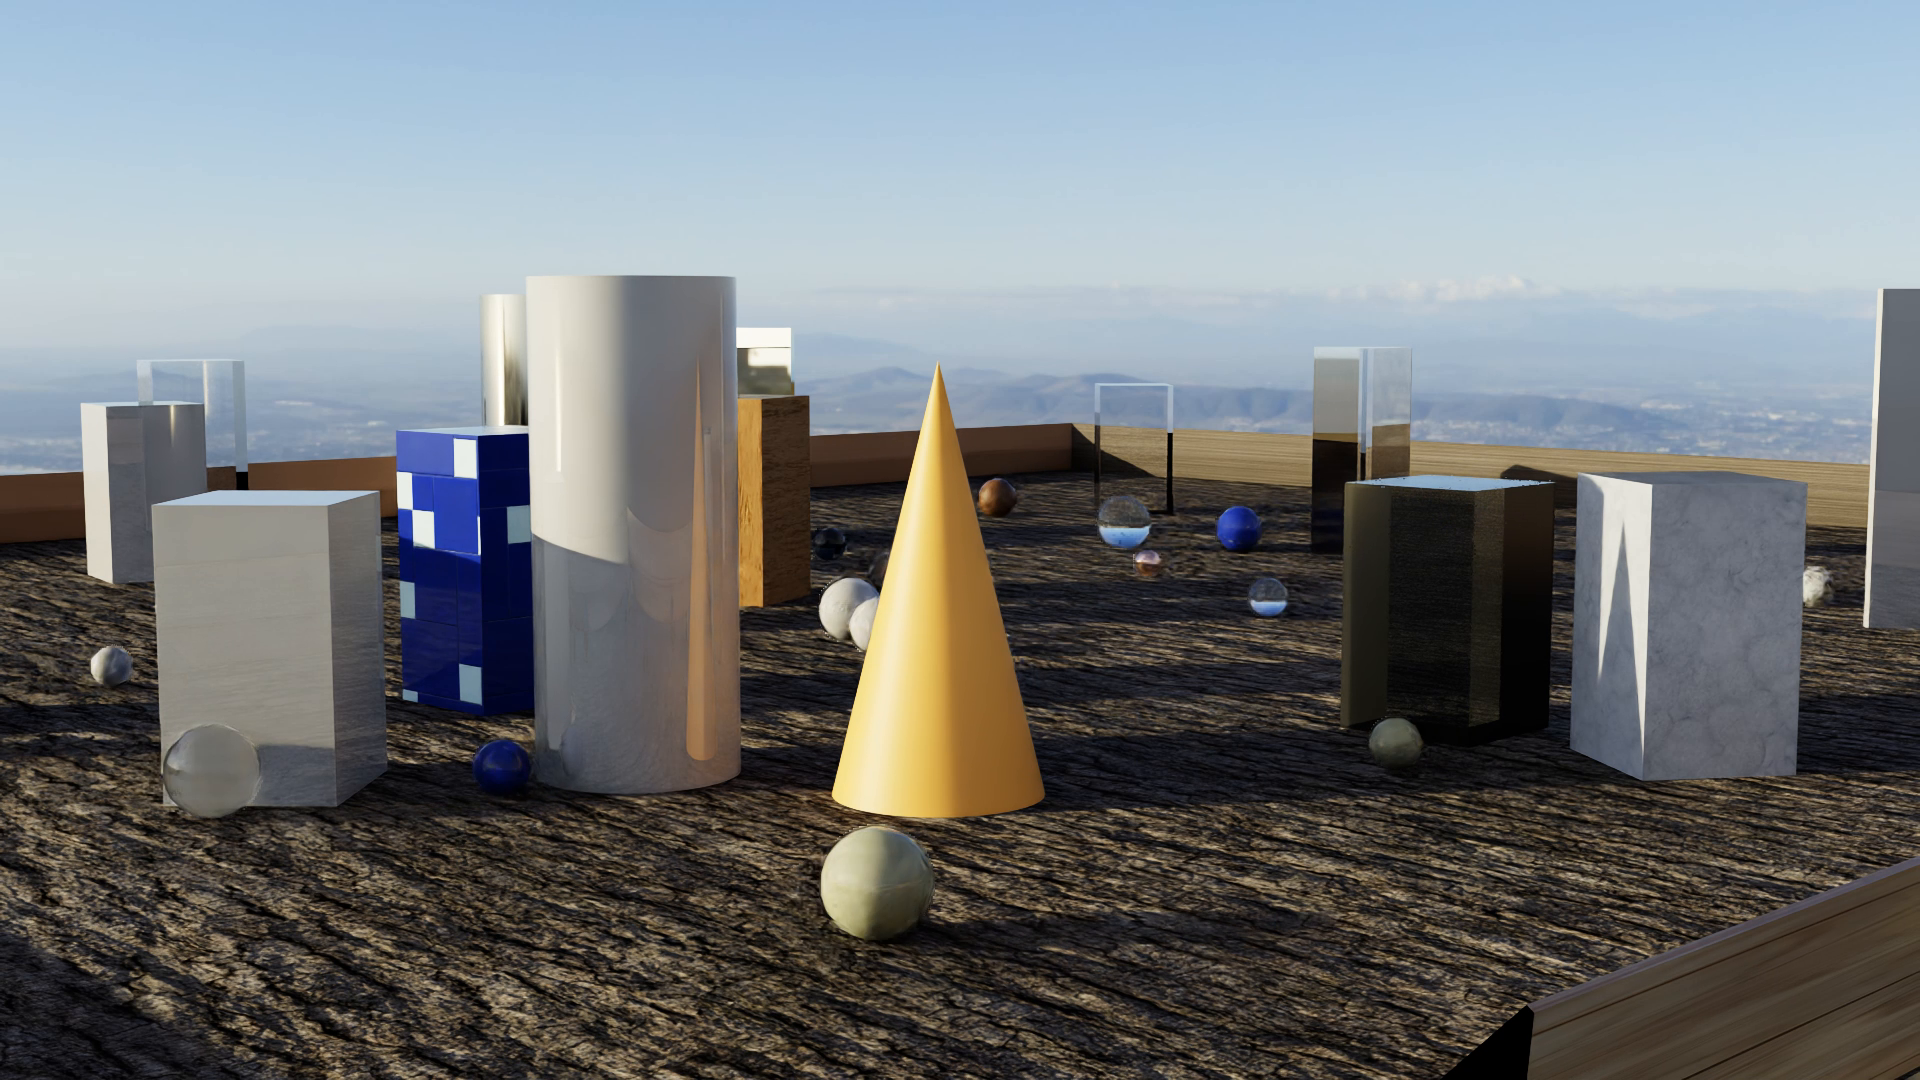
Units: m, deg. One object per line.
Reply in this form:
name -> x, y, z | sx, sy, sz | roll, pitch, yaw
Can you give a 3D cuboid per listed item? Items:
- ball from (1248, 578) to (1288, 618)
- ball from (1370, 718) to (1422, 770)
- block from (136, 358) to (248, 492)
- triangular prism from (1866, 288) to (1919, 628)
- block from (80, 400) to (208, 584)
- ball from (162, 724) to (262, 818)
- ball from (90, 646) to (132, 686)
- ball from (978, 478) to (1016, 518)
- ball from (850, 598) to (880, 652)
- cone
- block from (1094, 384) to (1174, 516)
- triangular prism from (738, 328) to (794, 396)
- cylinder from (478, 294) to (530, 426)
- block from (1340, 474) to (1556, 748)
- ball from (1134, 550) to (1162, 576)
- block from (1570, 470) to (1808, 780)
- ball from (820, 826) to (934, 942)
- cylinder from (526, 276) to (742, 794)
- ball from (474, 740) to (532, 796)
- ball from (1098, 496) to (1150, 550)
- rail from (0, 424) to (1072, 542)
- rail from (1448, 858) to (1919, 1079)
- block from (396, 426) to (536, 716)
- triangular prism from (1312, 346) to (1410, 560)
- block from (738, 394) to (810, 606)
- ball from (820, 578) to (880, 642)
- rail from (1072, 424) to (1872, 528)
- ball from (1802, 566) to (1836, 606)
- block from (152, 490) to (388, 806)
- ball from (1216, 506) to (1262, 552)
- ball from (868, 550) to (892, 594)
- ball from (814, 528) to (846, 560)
ball -> 0.449, 0.084, 3.201 | 0.057, 0.057, 0.057 | 0, 6, 0
ball -> 0.424, 0.198, 2.138 | 0.051, 0.051, 0.051 | 0, 6, 0
block -> -1.394, -0.149, 3.999 | 0.158, 0.355, 0.158 | -3, 7, -29
triangular prism -> 1.376, -0.118, 3.128 | 0.171, 0.474, 0.148 | 1, 6, 13
block -> -1.365, -0.084, 3.685 | 0.158, 0.290, 0.158 | -4, 7, -35
ball -> -0.658, 0.203, 1.935 | 0.083, 0.083, 0.083 | 0, 6, 0
ball -> -1.009, 0.150, 2.615 | 0.046, 0.046, 0.046 | 0, 6, 0
ball -> 0.081, -0.091, 4.748 | 0.083, 0.083, 0.083 | 0, 6, 0
ball -> -0.107, 0.112, 2.856 | 0.073, 0.073, 0.073 | 0, 6, 0
cone -> -0.020, 0.035, 2.014 | 0.197, 0.400, 0.197 | 0, 6, 0
block -> 0.383, -0.203, 4.865 | 0.158, 0.282, 0.158 | 0, 6, -1
triangular prism -> -0.398, -0.215, 4.364 | 0.171, 0.411, 0.148 | 1, 6, 8
cylinder -> -0.571, -0.111, 3.095 | 0.197, 0.466, 0.197 | 0, 6, 0
block -> 0.519, 0.070, 2.342 | 0.158, 0.263, 0.158 | 6, 8, 45
ball -> 0.315, 0.039, 3.685 | 0.045, 0.045, 0.045 | 0, 6, 0
block -> 0.713, 0.079, 2.165 | 0.158, 0.282, 0.158 | -1, 6, -9
ball -> -0.059, 0.244, 1.559 | 0.080, 0.080, 0.080 | 0, 6, 0
cylinder -> -0.311, -0.012, 2.105 | 0.197, 0.476, 0.197 | 0, 6, 0
ball -> -0.421, 0.209, 2.025 | 0.052, 0.052, 0.052 | 0, 6, 0
ball -> 0.307, -0.032, 4.109 | 0.099, 0.099, 0.099 | 0, 6, 0
rail -> -1.269, -0.109, 4.700 | 4.352, 0.128, 0.045 | -5, 8, -42
rail -> 1.269, 0.176, 1.964 | 4.352, 0.128, 0.045 | -5, 8, -42
block -> -0.528, 0.029, 2.515 | 0.158, 0.309, 0.158 | 5, 8, 42
triangular prism -> 0.703, -0.157, 3.957 | 0.148, 0.379, 0.171 | 4, 7, 35
block -> -0.338, -0.065, 3.400 | 0.158, 0.313, 0.158 | 3, 6, 23
ball -> -0.146, 0.094, 2.959 | 0.087, 0.087, 0.087 | 0, 6, 0
rail -> 1.582, -0.118, 4.783 | 0.045, 0.128, 3.791 | -5, 8, -42
ball -> 1.286, 0.070, 3.313 | 0.061, 0.061, 0.061 | 0, 6, 0
block -> -0.637, 0.096, 2.046 | 0.158, 0.272, 0.158 | 0, 6, 2
ball -> 0.517, -0.021, 4.075 | 0.084, 0.084, 0.084 | 0, 6, 0
ball -> -0.103, 0.053, 3.398 | 0.077, 0.077, 0.077 | 0, 6, 0
ball -> -0.232, 0.008, 3.921 | 0.059, 0.059, 0.059 | 0, 6, 0
